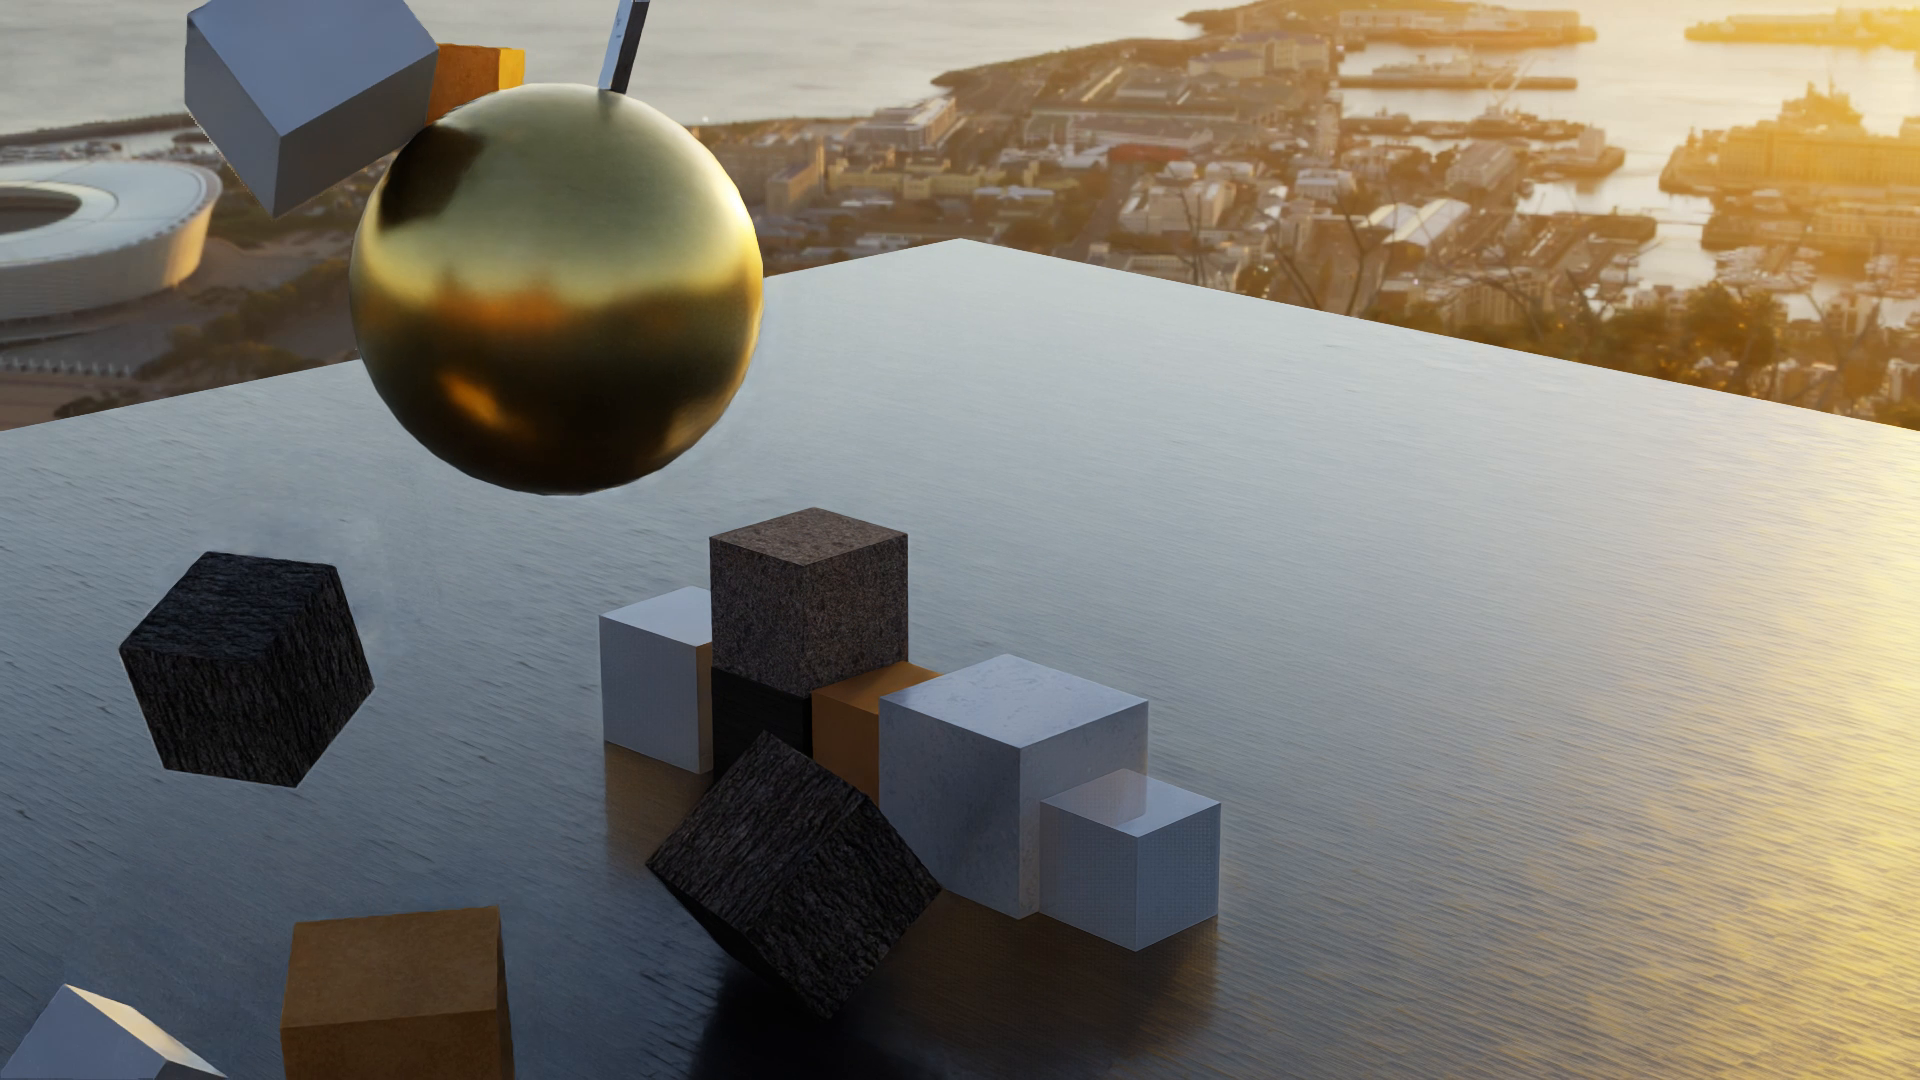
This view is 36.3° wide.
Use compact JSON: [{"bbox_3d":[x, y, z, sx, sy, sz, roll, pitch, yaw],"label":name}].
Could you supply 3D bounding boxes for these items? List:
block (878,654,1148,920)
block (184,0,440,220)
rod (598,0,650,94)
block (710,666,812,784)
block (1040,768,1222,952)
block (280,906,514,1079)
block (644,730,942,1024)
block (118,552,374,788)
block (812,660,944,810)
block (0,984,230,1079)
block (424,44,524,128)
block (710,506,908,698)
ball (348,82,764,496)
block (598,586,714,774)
[{"bbox_3d":[0.243,1.110,13.454,0.894,0.814,0.842,17,24,42],"label":"block"},{"bbox_3d":[-2.431,-1.735,10.959,0.693,0.578,0.684,-35,-7,-24],"label":"block"},{"bbox_3d":[-0.677,-4.251,11.296,0.080,5.200,0.080,17,2,42],"label":"rod"},{"bbox_3d":[-0.742,0.914,14.389,0.664,0.629,0.672,17,24,42],"label":"block"},{"bbox_3d":[0.750,1.406,12.977,0.550,0.535,0.574,-17,24,-42],"label":"block"},{"bbox_3d":[-2.082,1.893,10.945,0.764,0.721,0.719,-4,24,-6],"label":"block"},{"bbox_3d":[-0.685,1.389,12.125,0.743,0.705,0.702,-48,44,-14],"label":"block"},{"bbox_3d":[-2.522,0.454,10.411,0.548,0.551,0.571,6,38,21],"label":"block"},{"bbox_3d":[-0.292,1.027,13.961,0.562,0.668,0.597,17,24,42],"label":"block"},{"bbox_3d":[-3.046,1.969,10.475,0.501,0.496,0.538,31,-10,18],"label":"block"},{"bbox_3d":[-2.052,-1.866,12.128,0.398,0.353,0.407,5,10,5],"label":"block"},{"bbox_3d":[-0.729,0.291,14.224,0.654,0.658,0.696,16,23,41],"label":"block"},{"bbox_3d":[-1.562,-0.970,11.400,1.600,1.600,1.600,0,17,0],"label":"ball"},{"bbox_3d":[-1.351,0.704,14.977,0.719,0.677,0.643,15,23,40],"label":"block"}]
